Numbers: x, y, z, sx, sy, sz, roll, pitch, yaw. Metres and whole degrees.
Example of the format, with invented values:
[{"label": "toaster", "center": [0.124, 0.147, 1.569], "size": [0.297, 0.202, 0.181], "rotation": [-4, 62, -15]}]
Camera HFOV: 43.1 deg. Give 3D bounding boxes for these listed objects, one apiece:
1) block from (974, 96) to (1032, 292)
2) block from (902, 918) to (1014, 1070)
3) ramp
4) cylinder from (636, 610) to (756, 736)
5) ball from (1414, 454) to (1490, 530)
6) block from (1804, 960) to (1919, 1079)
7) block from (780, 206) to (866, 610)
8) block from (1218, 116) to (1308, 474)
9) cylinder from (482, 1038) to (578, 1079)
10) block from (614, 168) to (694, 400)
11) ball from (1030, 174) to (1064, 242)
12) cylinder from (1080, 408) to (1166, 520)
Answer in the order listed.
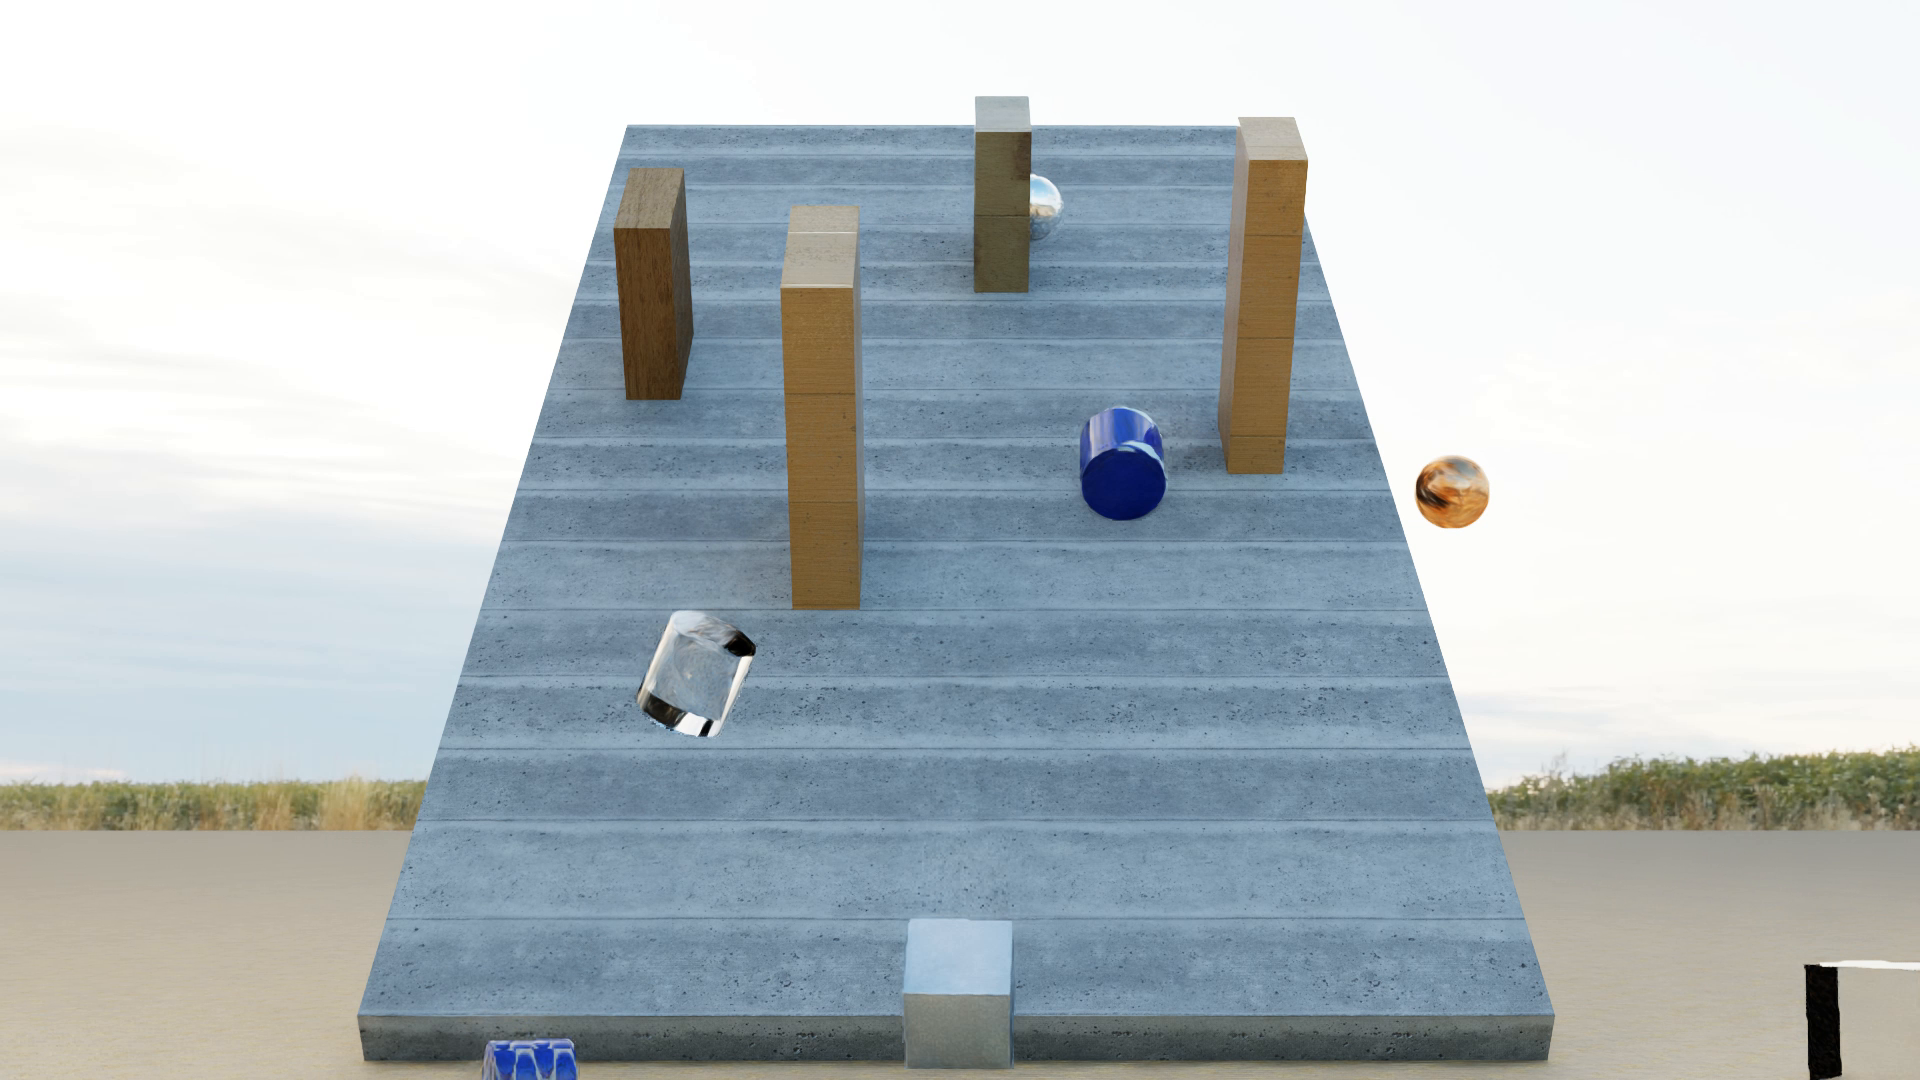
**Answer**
[{"label": "block", "center": [0.110, -0.916, 6.451], "size": [0.144, 0.453, 0.254], "rotation": [0, 31, 0]}, {"label": "block", "center": [-0.001, 0.741, 3.973], "size": [0.170, 0.170, 0.170], "rotation": [0, 35, 3]}, {"label": "ramp", "center": [-0.014, -0.199, 5.798], "size": [2.000, 0.100, 4.000], "rotation": [0, 31, 0]}, {"label": "cylinder", "center": [-0.504, 0.254, 4.649], "size": [0.176, 0.176, 0.176], "rotation": [24, 16, -7]}, {"label": "ball", "center": [1.138, -0.111, 5.627], "size": [0.175, 0.175, 0.175], "rotation": [0, -7, 0]}, {"label": "block", "center": [1.445, 0.752, 3.789], "size": [0.179, 0.179, 0.179], "rotation": [7, -9, -45]}, {"label": "block", "center": [-0.282, -0.276, 5.108], "size": [0.141, 0.746, 0.402], "rotation": [0, 31, 0]}, {"label": "block", "center": [0.684, -0.550, 5.536], "size": [0.127, 0.777, 0.251], "rotation": [0, 31, 0]}, {"label": "cylinder", "center": [-0.578, 0.726, 3.268], "size": [0.107, 0.107, 0.107], "rotation": [2, -7, -21]}, {"label": "block", "center": [-0.748, -0.630, 5.971], "size": [0.132, 0.454, 0.366], "rotation": [0, 31, 0]}, {"label": "ball", "center": [0.195, -0.914, 6.707], "size": [0.183, 0.183, 0.183], "rotation": [0, -7, 0]}, {"label": "cylinder", "center": [0.365, -0.172, 5.479], "size": [0.188, 0.188, 0.188], "rotation": [0, 31, 2]}]
